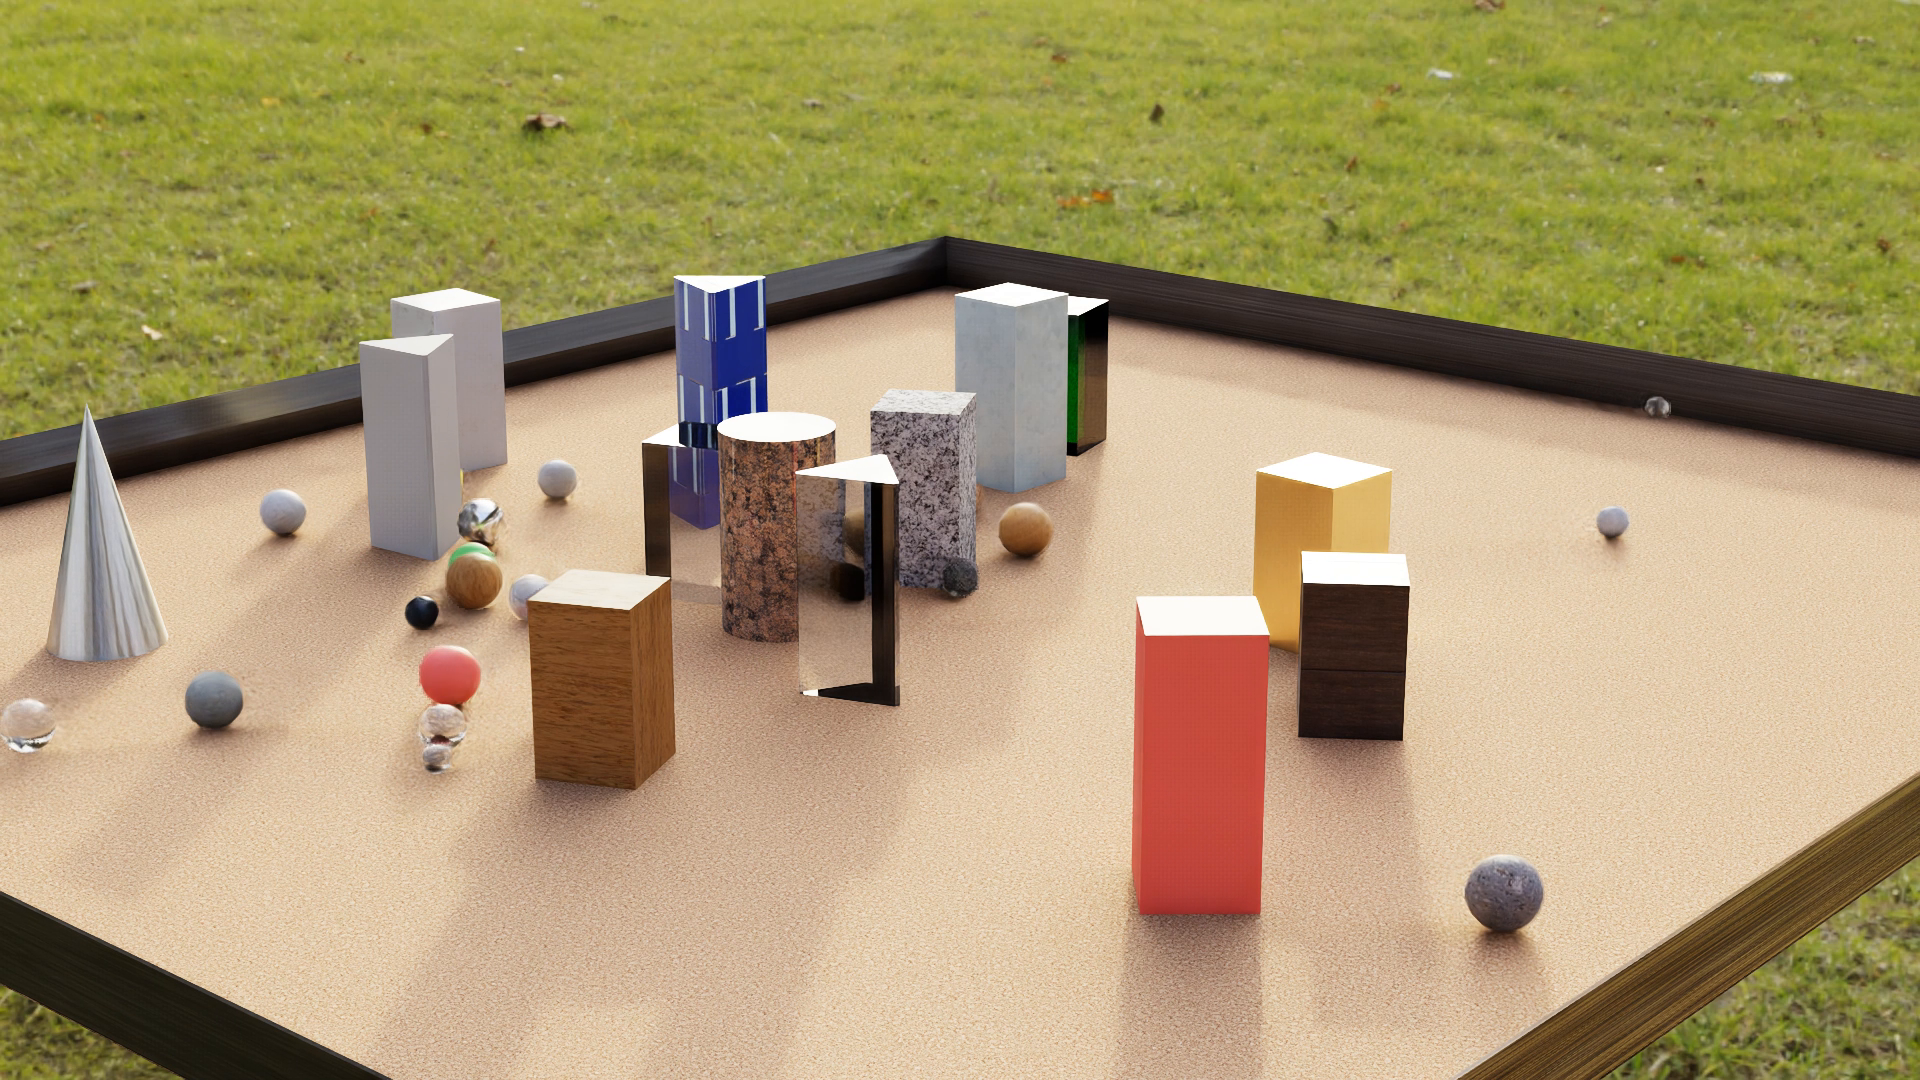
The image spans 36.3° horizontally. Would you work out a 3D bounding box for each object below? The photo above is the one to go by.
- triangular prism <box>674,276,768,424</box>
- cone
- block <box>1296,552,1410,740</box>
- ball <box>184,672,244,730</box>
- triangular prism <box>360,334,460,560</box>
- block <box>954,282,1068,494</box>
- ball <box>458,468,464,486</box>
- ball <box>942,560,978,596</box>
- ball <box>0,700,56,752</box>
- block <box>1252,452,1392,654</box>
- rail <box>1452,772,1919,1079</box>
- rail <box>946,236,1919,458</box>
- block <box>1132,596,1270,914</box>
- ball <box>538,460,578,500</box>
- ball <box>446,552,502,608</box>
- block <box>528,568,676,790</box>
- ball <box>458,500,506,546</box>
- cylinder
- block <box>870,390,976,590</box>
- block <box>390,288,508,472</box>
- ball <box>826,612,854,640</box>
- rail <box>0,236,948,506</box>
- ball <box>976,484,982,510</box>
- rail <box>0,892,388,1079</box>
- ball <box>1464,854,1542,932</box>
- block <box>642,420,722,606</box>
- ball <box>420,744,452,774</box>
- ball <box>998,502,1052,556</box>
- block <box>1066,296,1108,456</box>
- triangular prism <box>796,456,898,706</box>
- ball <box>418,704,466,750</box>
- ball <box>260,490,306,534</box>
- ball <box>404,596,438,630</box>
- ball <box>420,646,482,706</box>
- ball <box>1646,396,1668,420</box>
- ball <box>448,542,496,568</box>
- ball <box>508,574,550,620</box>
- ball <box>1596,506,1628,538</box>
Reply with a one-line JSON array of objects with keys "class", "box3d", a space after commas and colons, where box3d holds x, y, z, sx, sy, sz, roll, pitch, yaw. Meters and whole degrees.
[{"class": "triangular prism", "box3d": [-0.480, -0.280, 5.613, 0.148, 0.442, 0.171, 10, 19, 29]}, {"class": "cone", "box3d": [-1.421, -0.027, 4.828, 0.197, 0.413, 0.197, 0, 17, 0]}, {"class": "block", "box3d": [0.600, 0.161, 4.489, 0.158, 0.247, 0.158, 2, 17, 5]}, {"class": "ball", "box3d": [-1.142, 0.245, 4.486, 0.088, 0.088, 0.088, 0, 17, 0]}, {"class": "triangular prism", "box3d": [-0.976, -0.177, 5.376, 0.171, 0.383, 0.148, 12, 21, 35]}, {"class": "block", "box3d": [0.101, -0.303, 5.806, 0.158, 0.375, 0.158, 15, 22, 40]}, {"class": "ball", "box3d": [-1.003, -0.122, 5.762, 0.055, 0.055, 0.055, 0, 17, 0]}, {"class": "ball", "box3d": [0.000, 0.067, 5.119, 0.064, 0.064, 0.064, 0, 17, 0]}, {"class": "ball", "box3d": [-1.396, 0.278, 4.390, 0.080, 0.080, 0.080, 0, 17, 0]}, {"class": "block", "box3d": [0.598, 0.027, 4.852, 0.158, 0.295, 0.158, 16, 23, 42]}, {"class": "rail", "box3d": [1.311, 0.361, 4.030, 0.045, 0.128, 3.940, 14, 22, 39]}, {"class": "rail", "box3d": [1.276, -0.392, 6.527, 3.520, 0.128, 0.045, 14, 22, 39]}, {"class": "block", "box3d": [0.313, 0.282, 3.850, 0.158, 0.385, 0.158, 0, 17, -1]}, {"class": "ball", "box3d": [-0.783, -0.117, 5.707, 0.077, 0.077, 0.077, 0, 17, 0]}, {"class": "ball", "box3d": [-0.837, 0.070, 5.053, 0.097, 0.097, 0.097, 0, 17, 0]}, {"class": "block", "box3d": [-0.524, 0.203, 4.303, 0.158, 0.275, 0.158, 5, 17, 16]}, {"class": "ball", "box3d": [-0.881, -0.031, 5.400, 0.088, 0.088, 0.088, 0, 17, 0]}, {"class": "cylinder", "box3d": [-0.305, -0.023, 4.928, 0.197, 0.346, 0.197, 0, 17, 0]}, {"class": "block", "box3d": [-0.064, -0.091, 5.202, 0.158, 0.318, 0.158, 3, 17, 11]}, {"class": "block", "box3d": [-1.032, -0.320, 5.925, 0.158, 0.339, 0.158, -15, 22, -40]}, {"class": "ball", "box3d": [-0.202, 0.143, 4.894, 0.047, 0.047, 0.047, 0, 17, 0]}, {"class": "rail", "box3d": [-1.311, -0.296, 6.210, 0.045, 0.128, 3.940, 14, 22, 39]}, {"class": "ball", "box3d": [0.013, -0.083, 5.618, 0.062, 0.062, 0.062, 0, 17, 0]}, {"class": "rail", "box3d": [-1.276, 0.456, 3.713, 3.520, 0.128, 0.045, 14, 22, 39]}, {"class": "ball", "box3d": [0.700, 0.454, 3.774, 0.099, 0.099, 0.099, 0, 17, 0]}, {"class": "block", "box3d": [-0.445, -0.048, 5.128, 0.158, 0.278, 0.158, 7, 18, 21]}, {"class": "ball", "box3d": [-0.769, 0.322, 4.308, 0.044, 0.044, 0.044, 0, 17, 0]}, {"class": "ball", "box3d": [0.118, -0.019, 5.345, 0.098, 0.098, 0.098, 0, 17, 0]}, {"class": "block", "box3d": [0.203, -0.343, 6.076, 0.158, 0.297, 0.158, 8, 18, 24]}, {"class": "triangular prism", "box3d": [-0.149, 0.058, 4.632, 0.171, 0.362, 0.148, 6, 18, 20]}, {"class": "ball", "box3d": [-0.776, 0.281, 4.396, 0.071, 0.071, 0.071, 0, 17, 0]}, {"class": "ball", "box3d": [-1.264, -0.052, 5.481, 0.083, 0.083, 0.083, 0, 17, 0]}, {"class": "ball", "box3d": [-0.909, 0.122, 4.948, 0.057, 0.057, 0.057, 0, 17, 0]}, {"class": "ball", "box3d": [-0.796, 0.212, 4.585, 0.094, 0.094, 0.094, 0, 17, 0]}, {"class": "ball", "box3d": [1.500, -0.284, 6.310, 0.050, 0.050, 0.050, 0, 17, 0]}, {"class": "ball", "box3d": [-0.857, 0.047, 5.152, 0.084, 0.084, 0.084, 0, 17, 0]}, {"class": "ball", "box3d": [-0.730, 0.098, 4.991, 0.078, 0.078, 0.078, 0, 17, 0]}, {"class": "ball", "box3d": [1.215, -0.033, 5.461, 0.058, 0.058, 0.058, 0, 17, 0]}]
